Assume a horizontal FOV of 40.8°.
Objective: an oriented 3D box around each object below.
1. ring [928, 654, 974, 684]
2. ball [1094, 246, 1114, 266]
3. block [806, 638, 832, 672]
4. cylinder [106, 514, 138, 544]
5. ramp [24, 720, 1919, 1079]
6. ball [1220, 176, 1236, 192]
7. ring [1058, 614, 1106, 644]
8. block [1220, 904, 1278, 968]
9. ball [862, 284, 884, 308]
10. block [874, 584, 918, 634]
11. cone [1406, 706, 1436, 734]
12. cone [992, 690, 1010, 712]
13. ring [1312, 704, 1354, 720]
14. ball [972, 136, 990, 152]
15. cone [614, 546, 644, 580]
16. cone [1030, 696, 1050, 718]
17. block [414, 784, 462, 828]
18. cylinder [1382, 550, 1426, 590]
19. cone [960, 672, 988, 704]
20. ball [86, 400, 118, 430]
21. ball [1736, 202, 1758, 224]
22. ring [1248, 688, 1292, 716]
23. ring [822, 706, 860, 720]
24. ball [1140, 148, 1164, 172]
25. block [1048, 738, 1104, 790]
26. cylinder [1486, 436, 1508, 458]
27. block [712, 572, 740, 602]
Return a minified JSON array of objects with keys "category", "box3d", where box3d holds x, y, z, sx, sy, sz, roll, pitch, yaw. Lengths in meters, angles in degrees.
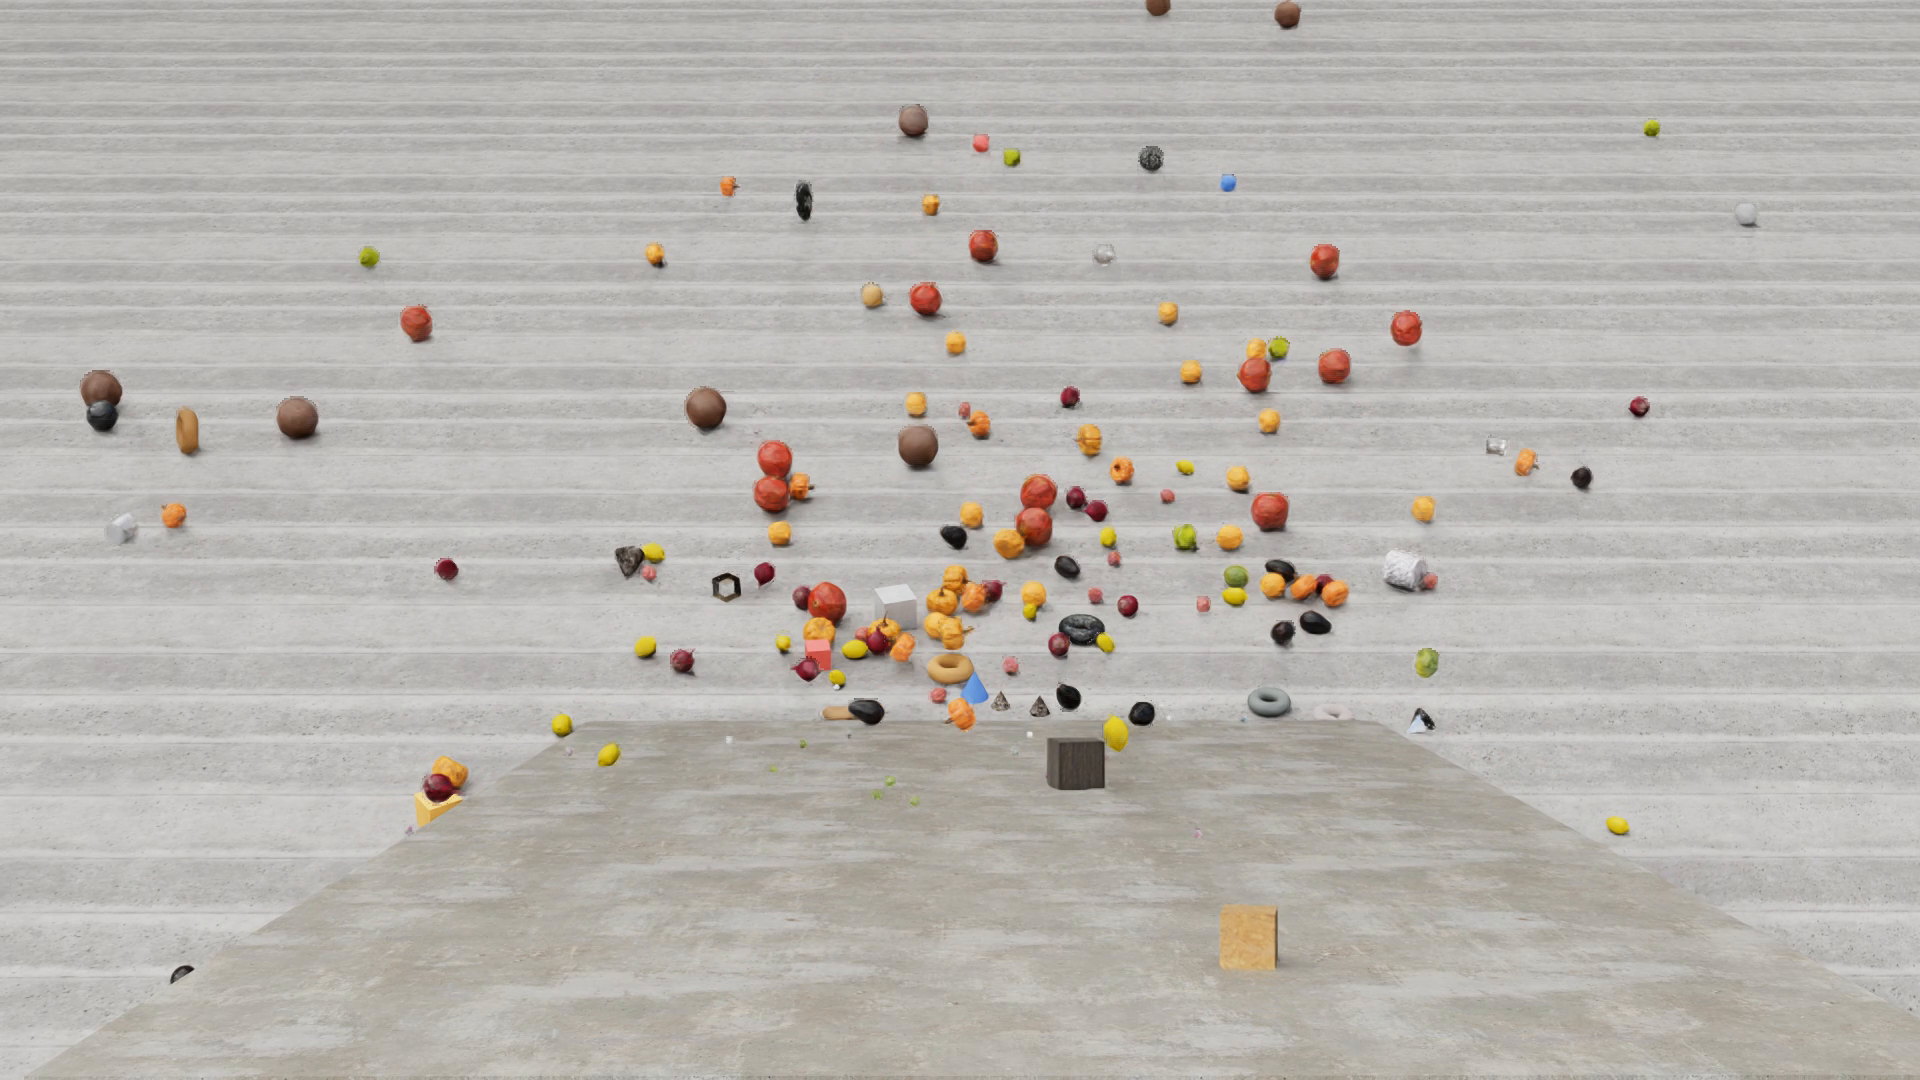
[{"category":"ring","box3d":[-0.026,0.347,6.964,0.125,0.042,0.125,-1,27,1]},{"category":"ball","box3d":[0.544,-1.071,9.723,0.075,0.075,0.075,0,27,0]},{"category":"block","box3d":[-0.385,0.313,7.006,0.062,0.062,0.062,-4,27,-9]},{"category":"cylinder","box3d":[-2.495,-0.033,7.683,0.066,0.066,0.066,9,28,18]},{"category":"ramp","box3d":[0.061,0.549,4.585,2.000,0.100,4.000,0,1,0]},{"category":"ball","box3d":[1.088,-1.447,10.476,0.065,0.065,0.065,0,27,0]},{"category":"ring","box3d":[0.337,0.247,7.158,0.131,0.044,0.131,1,26,-1]},{"category":"block","box3d":[0.358,0.491,3.199,0.067,0.067,0.067,0,1,10]},{"category":"ball","box3d":[-0.317,-0.883,9.346,0.081,0.081,0.081,0,27,0]},{"category":"block","box3d":[-0.179,0.192,7.208,0.095,0.095,0.095,-9,28,-17]},{"category":"cone","box3d":[1.183,0.484,6.703,0.072,0.072,0.072,-36,37,-10]},{"category":"cone","box3d":[0.107,0.417,6.813,0.051,0.051,0.051,0,27,0]},{"category":"ring","box3d":[0.974,0.462,6.734,0.112,0.037,0.112,3,25,-1]},{"category":"ball","box3d":[0.090,-1.675,10.919,0.070,0.070,0.070,0,27,0]},{"category":"cone","box3d":[-0.962,0.081,7.488,0.090,0.090,0.090,0,54,-1]},{"category":"cone","box3d":[0.209,0.429,6.786,0.053,0.053,0.053,0,27,0]},{"category":"block","box3d":[-1.267,0.663,6.289,0.087,0.087,0.087,-18,32,-31]},{"category":"cylinder","box3d":[1.275,0.087,7.417,0.094,0.094,0.094,19,33,33]},{"category":"cone","box3d":[0.039,0.382,6.854,0.077,0.077,0.077,0,27,0]},{"category":"ball","box3d":[-2.785,-0.404,8.380,0.099,0.099,0.099,0,27,0]},{"category":"ball","box3d":[3.083,-1.278,10.121,0.085,0.085,0.085,0,27,0]},{"category":"ring","box3d":[0.815,0.427,6.810,0.115,0.038,0.115,-1,28,0]},{"category":"ring","box3d":[-0.310,0.455,6.734,0.098,0.033,0.098,6,3,0]},{"category":"ball","box3d":[0.794,-1.575,10.693,0.096,0.096,0.096,0,27,0]},{"category":"block","box3d":[0.230,0.442,5.116,0.093,0.093,0.093,0,1,-13]},{"category":"cylinder","box3d":[1.708,-0.297,8.210,0.060,0.060,0.060,10,28,20]},{"category":"block","box3d":[-0.666,0.135,7.364,0.056,0.056,0.056,24,35,38]}]
